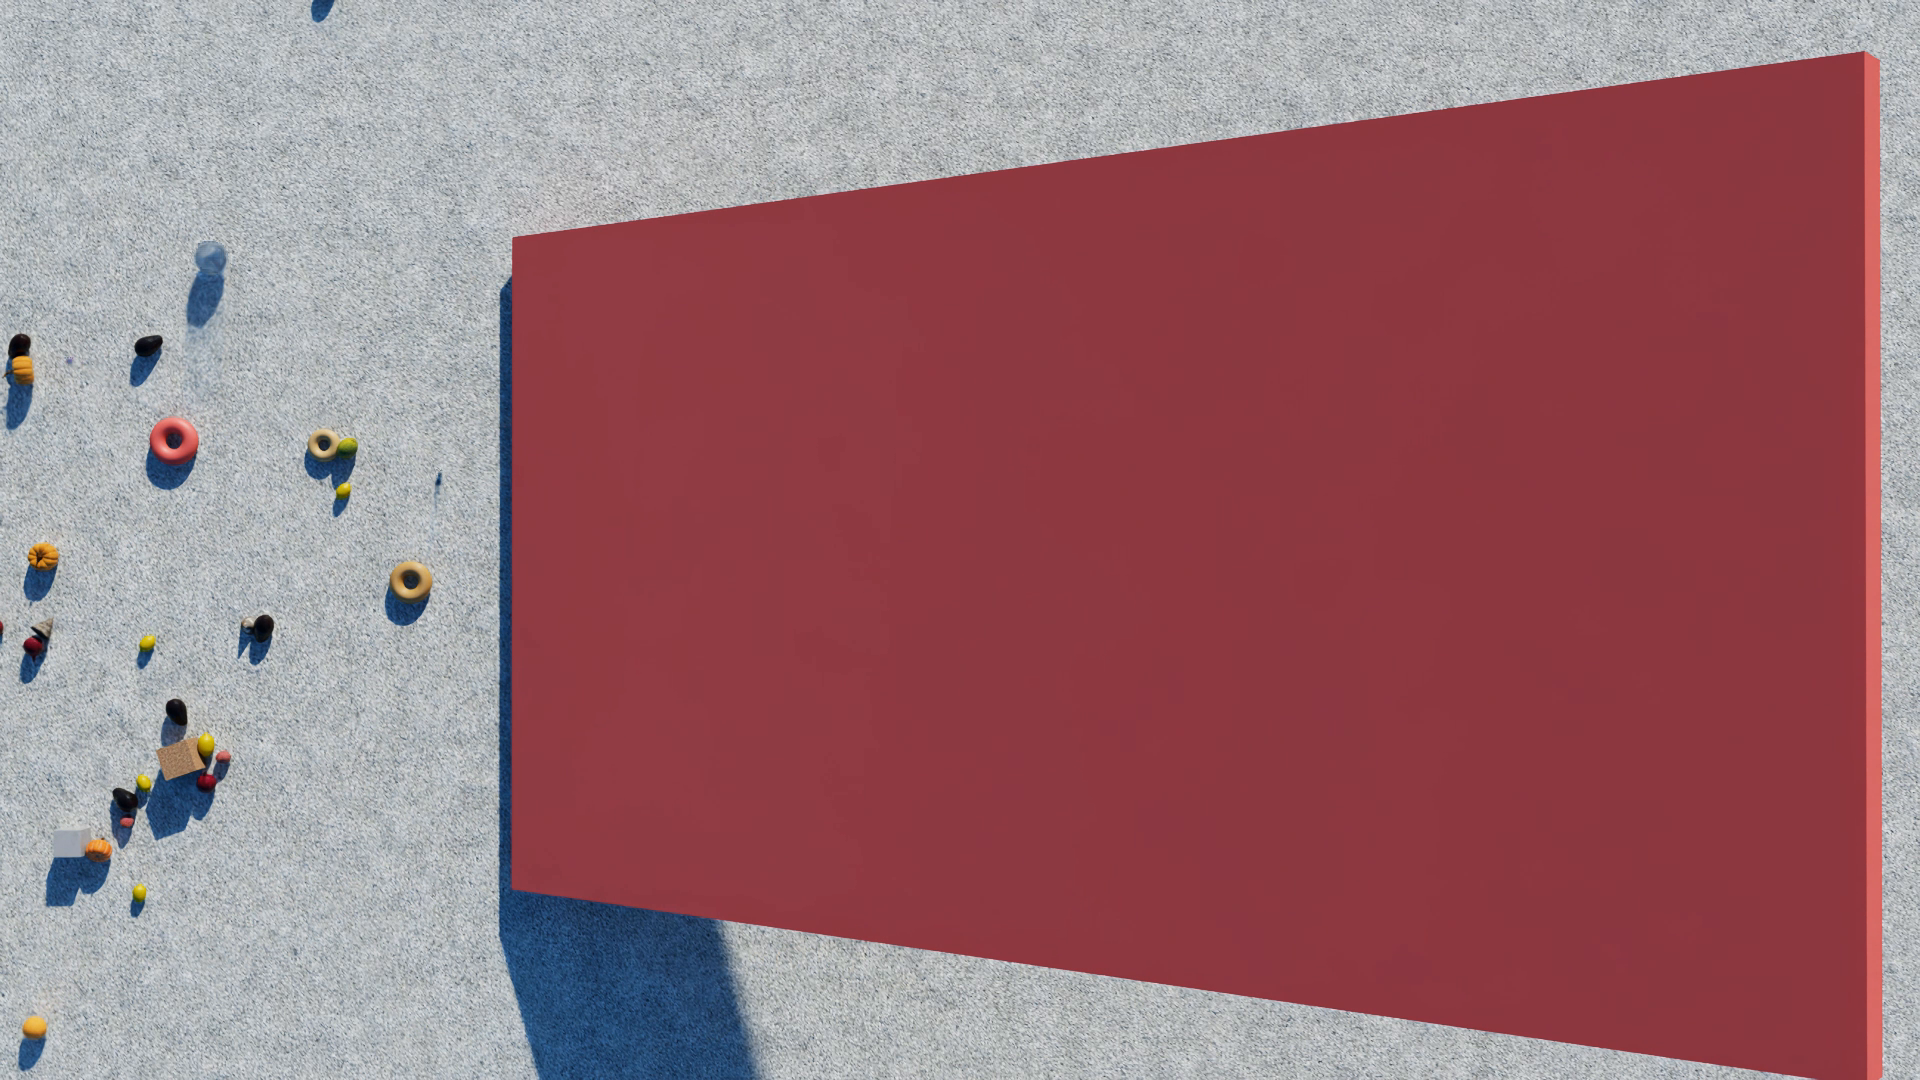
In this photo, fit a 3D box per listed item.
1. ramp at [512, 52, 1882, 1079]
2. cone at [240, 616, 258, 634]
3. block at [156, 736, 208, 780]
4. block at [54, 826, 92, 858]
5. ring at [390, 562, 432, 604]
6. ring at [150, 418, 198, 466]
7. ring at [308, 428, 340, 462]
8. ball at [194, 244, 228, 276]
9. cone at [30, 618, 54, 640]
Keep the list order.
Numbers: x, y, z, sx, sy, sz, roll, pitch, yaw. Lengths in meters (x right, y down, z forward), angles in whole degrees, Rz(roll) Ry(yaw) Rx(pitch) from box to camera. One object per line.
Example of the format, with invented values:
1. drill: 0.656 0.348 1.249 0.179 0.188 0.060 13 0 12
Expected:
1. ramp: 0.218 0.063 5.534 4.000 0.100 2.000 0 90 39
2. cone: -2.203 0.266 6.792 0.057 0.057 0.057 0 90 0
3. block: -2.396 0.673 6.769 0.099 0.099 0.099 -19 90 0
4. block: -2.734 0.931 6.775 0.083 0.083 0.083 0 90 0
5. ring: -1.698 0.131 6.800 0.132 0.044 0.132 0 89 -1
6. ring: -2.430 -0.305 6.800 0.150 0.050 0.150 0 91 0
7. ring: -1.969 -0.293 6.808 0.104 0.035 0.104 0 90 1
8. ball: -2.308 -0.866 6.779 0.098 0.098 0.098 0 90 0
9. cone: -2.827 0.263 6.806 0.065 0.065 0.065 33 63 0
